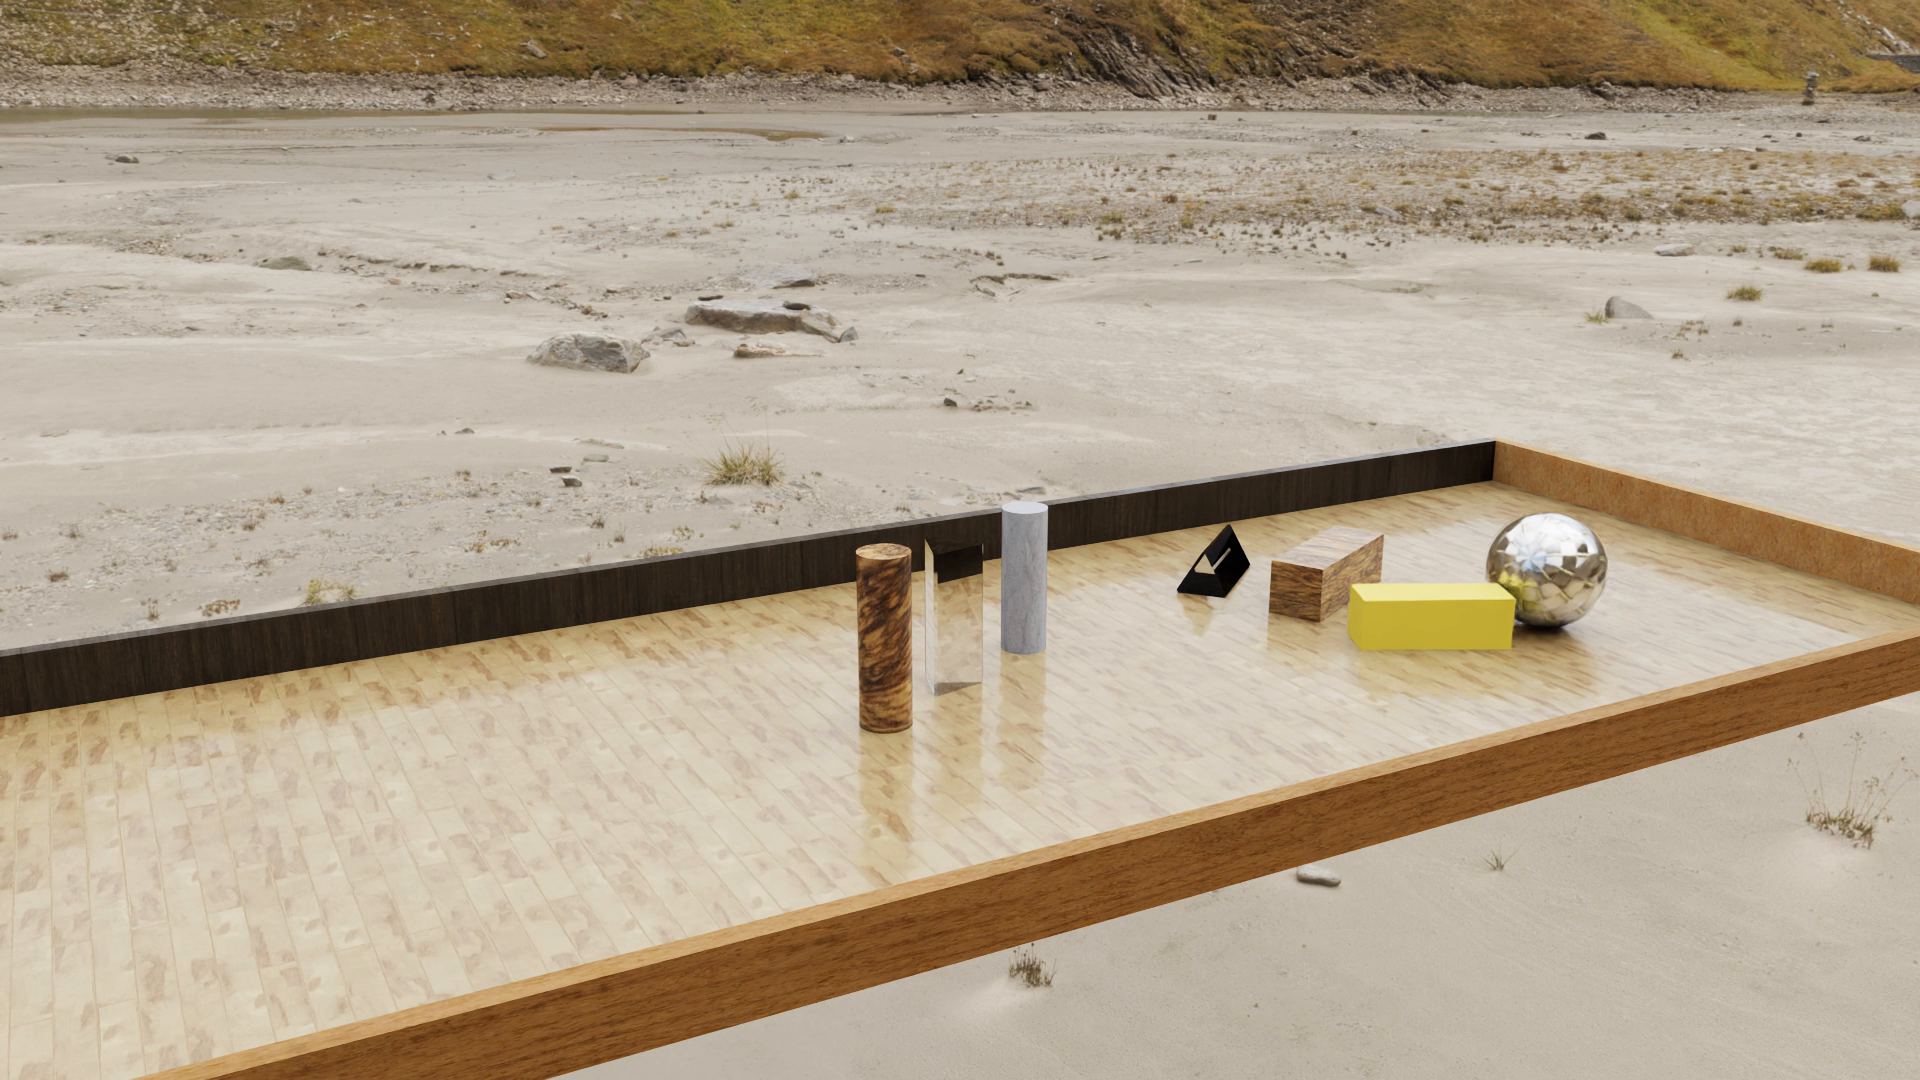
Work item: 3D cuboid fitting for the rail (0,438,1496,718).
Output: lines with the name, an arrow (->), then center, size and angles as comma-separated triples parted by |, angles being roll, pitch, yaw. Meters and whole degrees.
rail -> -3.305, 0.497, 3.399 | 12.000, 0.150, 0.050 | -9, 18, -27

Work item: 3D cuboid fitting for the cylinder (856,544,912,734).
cylinder -> -0.174, 0.229, 3.826 | 0.127, 0.423, 0.127 | 0, 16, 0

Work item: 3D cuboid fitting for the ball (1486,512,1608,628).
ball -> 1.604, 0.082, 4.511 | 0.318, 0.318, 0.318 | 0, 16, 0

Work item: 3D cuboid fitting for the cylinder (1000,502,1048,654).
cylinder -> 0.169, 0.100, 4.334 | 0.120, 0.384, 0.120 | 0, 16, 0

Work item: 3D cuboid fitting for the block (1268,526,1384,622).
block -> 1.063, 0.093, 4.766 | 0.154, 0.154, 0.440 | 11, 20, 34

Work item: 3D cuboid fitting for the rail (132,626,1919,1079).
rail -> -2.336, 1.006, 1.665 | 12.000, 0.150, 0.050 | -9, 18, -27

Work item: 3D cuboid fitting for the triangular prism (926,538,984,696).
triangular prism -> -0.043, 0.182, 4.093 | 0.151, 0.363, 0.131 | -13, 21, -38

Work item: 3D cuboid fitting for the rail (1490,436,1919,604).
rail -> 2.466, -0.048, 5.253 | 0.050, 0.150, 2.100 | -9, 18, -27

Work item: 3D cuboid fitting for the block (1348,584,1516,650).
block -> 1.257, 0.205, 4.411 | 0.401, 0.139, 0.139 | -1, 16, -2

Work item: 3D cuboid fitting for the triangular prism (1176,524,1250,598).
triangular prism -> 0.764, 0.054, 4.935 | 0.145, 0.125, 0.330 | 7, 18, 21
